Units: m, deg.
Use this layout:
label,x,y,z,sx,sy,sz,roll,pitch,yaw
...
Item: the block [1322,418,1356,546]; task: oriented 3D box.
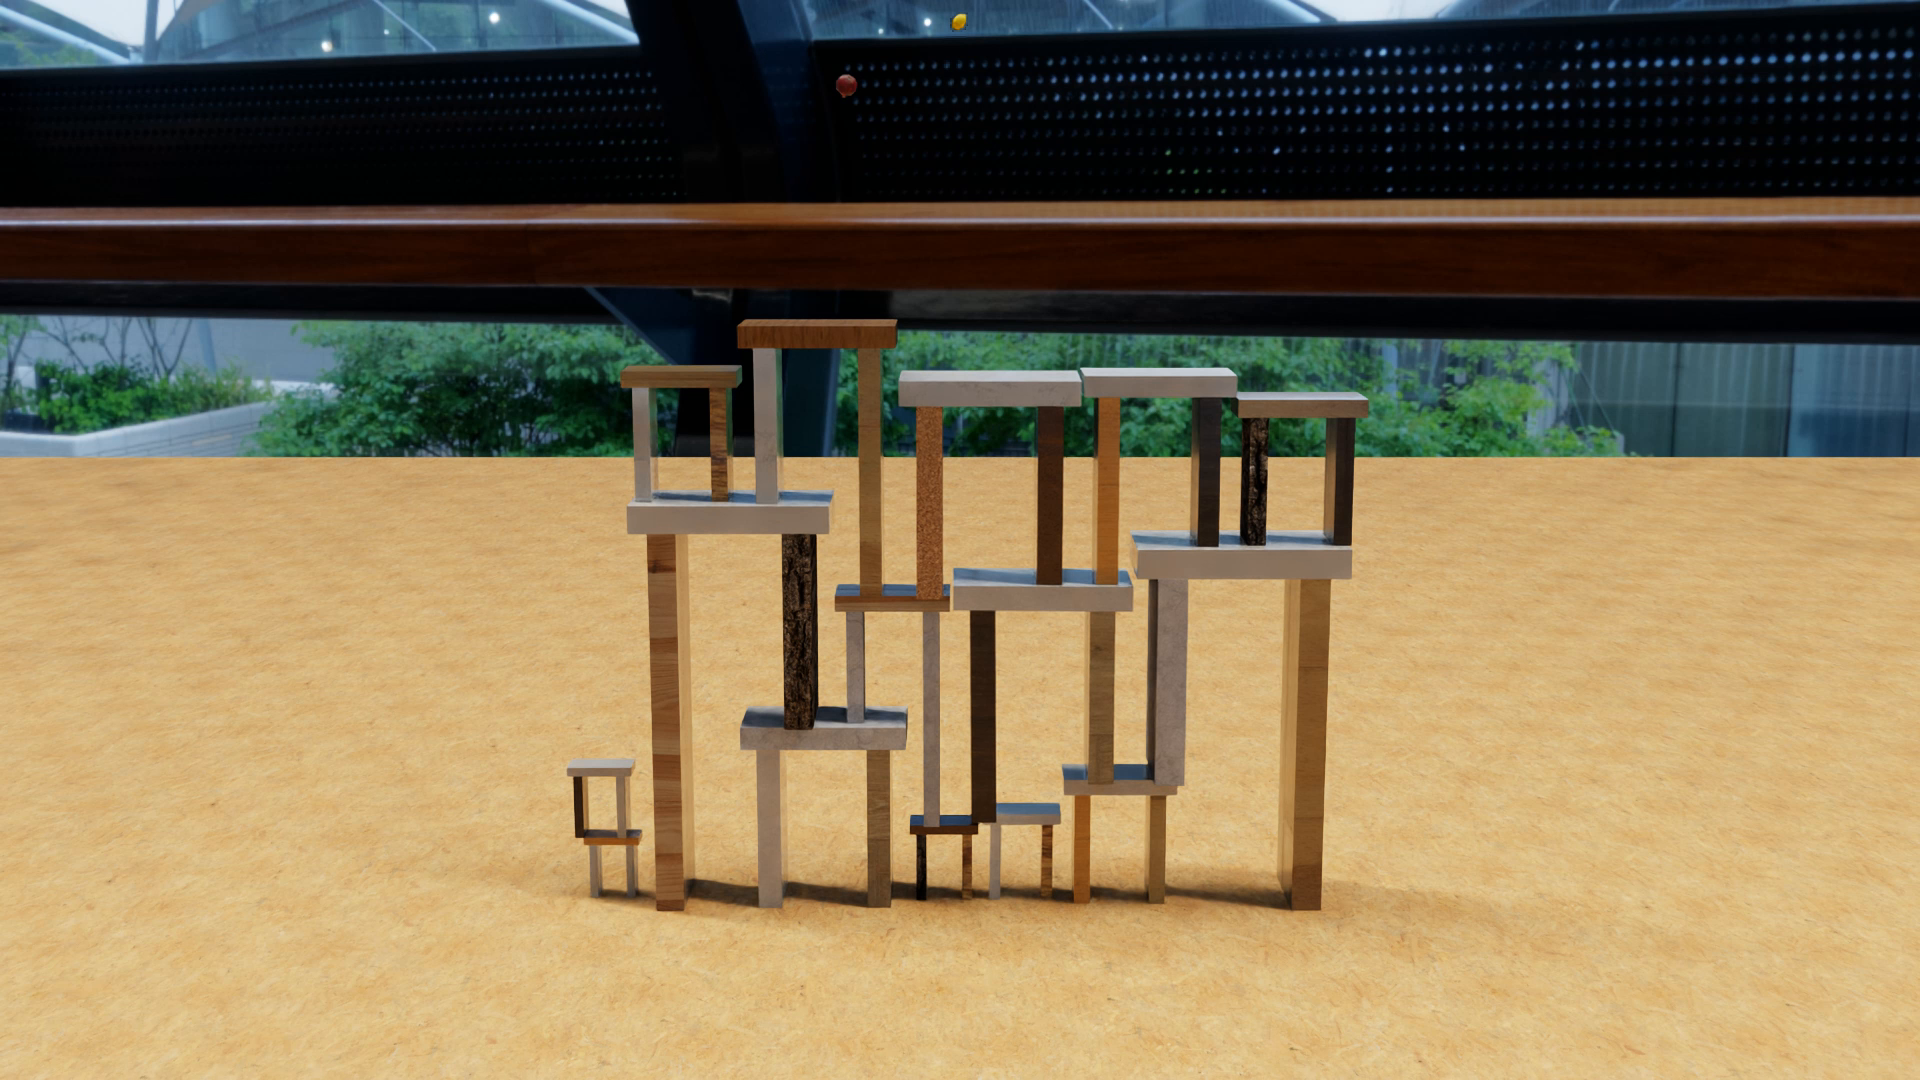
label,x,y,z,sx,sy,sz,roll,pitch,yaw
block,0.611,-0.101,3.543,0.029,0.205,0.103,0,11,0

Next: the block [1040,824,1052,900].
label,x,y,z,sx,sy,sz,roll,pitch,yaw
block,0.143,0.526,3.658,0.018,0.129,0.064,0,11,0

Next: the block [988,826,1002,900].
label,x,y,z,sx,sy,sz,roll,pitch,yaw
block,0.058,0.526,3.658,0.018,0.129,0.064,1,11,0

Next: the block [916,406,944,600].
label,x,y,z,sx,sy,sz,roll,pitch,yaw
block,-0.048,-0.071,3.550,0.041,0.309,0.143,0,11,0

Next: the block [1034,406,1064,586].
label,x,y,z,sx,sy,sz,roll,pitch,yaw
block,0.142,-0.082,3.547,0.041,0.286,0.143,0,11,0

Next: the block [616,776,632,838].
label,x,y,z,sx,sy,sz,roll,pitch,yaw
block,-0.557,0.435,3.645,0.015,0.105,0.053,0,11,0

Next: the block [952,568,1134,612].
label,x,y,z,sx,sy,sz,roll,pitch,yaw
block,0.132,0.080,3.570,0.287,0.041,0.144,0,11,0

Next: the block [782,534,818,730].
label,x,y,z,sx,sy,sz,roll,pitch,yaw
block,-0.259,0.133,3.581,0.045,0.319,0.160,0,11,0

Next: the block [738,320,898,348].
label,x,y,z,sx,sy,sz,roll,pitch,yaw
block,-0.224,-0.328,3.497,0.247,0.035,0.123,0,11,0

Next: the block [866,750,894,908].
label,x,y,z,sx,sy,sz,roll,pitch,yaw
block,-0.132,0.459,3.643,0.038,0.267,0.134,0,11,0

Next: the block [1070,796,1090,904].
label,x,y,z,sx,sy,sz,roll,pitch,yaw
block,0.200,0.499,3.649,0.026,0.185,0.093,0,10,0

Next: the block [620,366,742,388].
label,x,y,z,sx,sy,sz,roll,pitch,yaw
block,-0.444,-0.261,3.512,0.183,0.026,0.091,0,11,0

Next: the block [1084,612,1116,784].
label,x,y,z,sx,sy,sz,roll,pitch,yaw
block,0.228,0.241,3.602,0.041,0.287,0.144,0,11,0

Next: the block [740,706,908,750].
label,x,y,z,sx,sy,sz,roll,pitch,yaw
block,-0.221,0.309,3.615,0.267,0.038,0.134,0,11,0

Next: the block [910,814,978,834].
label,x,y,z,sx,sy,sz,roll,pitch,yaw
block,-0.026,0.471,3.642,0.113,0.016,0.057,0,11,0

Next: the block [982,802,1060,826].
label,x,y,z,sx,sy,sz,roll,pitch,yaw
block,0.102,0.454,3.644,0.129,0.018,0.064,0,10,0

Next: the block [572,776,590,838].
label,x,y,z,sx,sy,sz,roll,pitch,yaw
block,-0.628,0.435,3.645,0.015,0.105,0.053,0,11,0

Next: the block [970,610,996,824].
label,x,y,z,sx,sy,sz,roll,pitch,yaw
block,0.037,0.273,3.606,0.041,0.352,0.144,0,11,0

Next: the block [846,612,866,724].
label,x,y,z,sx,sy,sz,roll,pitch,yaw
block,-0.170,0.198,3.600,0.026,0.185,0.093,0,11,0

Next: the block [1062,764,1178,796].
label,x,y,z,sx,sy,sz,roll,pitch,yaw
block,0.262,0.395,3.630,0.185,0.026,0.093,0,11,0

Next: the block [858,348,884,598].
label,x,y,z,sx,sy,sz,roll,pitch,yaw
block,-0.142,-0.114,3.536,0.035,0.400,0.123,0,11,0

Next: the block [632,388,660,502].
label,x,y,z,sx,sy,sz,roll,pitch,yaw
block,-0.505,-0.159,3.531,0.026,0.183,0.091,0,11,0

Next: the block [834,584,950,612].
label,x,y,z,sx,sy,sz,roll,pitch,yaw
block,-0.109,0.094,3.581,0.185,0.026,0.093,0,11,0

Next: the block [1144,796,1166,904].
label,x,y,z,sx,sy,sz,roll,pitch,yaw
block,0.324,0.499,3.649,0.026,0.185,0.093,0,11,0

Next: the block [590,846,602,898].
label,x,y,z,sx,sy,sz,roll,pitch,yaw
block,-0.606,0.545,3.664,0.013,0.091,0.045,0,11,0

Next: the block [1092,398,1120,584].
label,x,y,z,sx,sy,sz,roll,pitch,yaw
block,0.235,-0.087,3.540,0.034,0.300,0.120,0,11,0

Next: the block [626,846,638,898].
label,x,y,z,sx,sy,sz,roll,pitch,yaw
block,-0.546,0.545,3.664,0.013,0.091,0.045,0,11,0

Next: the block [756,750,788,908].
label,x,y,z,sx,sy,sz,roll,pitch,yaw
block,-0.310,0.459,3.643,0.038,0.267,0.134,0,11,0

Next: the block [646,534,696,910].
label,x,y,z,sx,sy,sz,roll,pitch,yaw
block,-0.472,0.283,3.609,0.045,0.625,0.160,0,11,0

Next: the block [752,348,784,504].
label,x,y,z,sx,sy,sz,roll,pitch,yaw
block,-0.306,-0.190,3.523,0.035,0.247,0.123,0,11,0

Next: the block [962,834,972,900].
label,x,y,z,sx,sy,sz,roll,pitch,yaw
block,0.012,0.535,3.655,0.016,0.113,0.057,0,11,0

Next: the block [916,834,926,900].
label,x,y,z,sx,sy,sz,roll,pitch,yaw
block,-0.064,0.535,3.655,0.016,0.113,0.057,0,11,0

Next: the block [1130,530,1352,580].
label,x,y,z,sx,sy,sz,roll,pitch,yaw
block,0.451,0.023,3.567,0.340,0.048,0.170,0,11,0

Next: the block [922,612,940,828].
label,x,y,z,sx,sy,sz,roll,pitch,yaw
block,-0.047,0.285,3.616,0.026,0.361,0.093,0,11,0

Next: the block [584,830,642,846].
label,x,y,z,sx,sy,sz,roll,pitch,yaw
block,-0.576,0.494,3.655,0.091,0.013,0.045,0,11,0

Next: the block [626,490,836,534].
label,x,y,z,sx,sy,sz,roll,pitch,yaw
block,-0.366,-0.046,3.548,0.320,0.045,0.160,0,11,0

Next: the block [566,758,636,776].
label,x,y,z,sx,sy,sz,roll,pitch,yaw
block,-0.593,0.376,3.634,0.105,0.015,0.053,0,11,0

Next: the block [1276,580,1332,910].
label,x,y,z,sx,sy,sz,roll,pitch,yaw
block,0.565,0.318,3.622,0.048,0.552,0.170,0,11,0

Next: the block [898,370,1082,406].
label,x,y,z,sx,sy,sz,roll,pitch,yaw
block,0.047,-0.243,3.517,0.286,0.041,0.143,0,11,0

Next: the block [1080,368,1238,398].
label,x,y,z,sx,sy,sz,roll,pitch,yaw
block,0.315,-0.252,3.510,0.239,0.034,0.120,0,11,-1

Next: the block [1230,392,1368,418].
label,x,y,z,sx,sy,sz,roll,pitch,yaw
block,0.542,-0.217,3.522,0.205,0.029,0.103,0,11,0

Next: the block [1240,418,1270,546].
label,x,y,z,sx,sy,sz,roll,pitch,yaw
block,0.474,-0.101,3.543,0.029,0.205,0.103,0,11,0

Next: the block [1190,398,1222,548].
label,x,y,z,sx,sy,sz,roll,pitch,yaw
block,0.395,-0.117,3.536,0.034,0.239,0.120,0,11,0

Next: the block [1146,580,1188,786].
label,x,y,z,sx,sy,sz,roll,pitch,yaw
block,0.338,0.214,3.602,0.048,0.340,0.170,0,10,0

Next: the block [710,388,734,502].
label,x,y,z,sx,sy,sz,roll,pitch,yaw
block,-0.383,-0.159,3.531,0.026,0.183,0.091,0,11,0
